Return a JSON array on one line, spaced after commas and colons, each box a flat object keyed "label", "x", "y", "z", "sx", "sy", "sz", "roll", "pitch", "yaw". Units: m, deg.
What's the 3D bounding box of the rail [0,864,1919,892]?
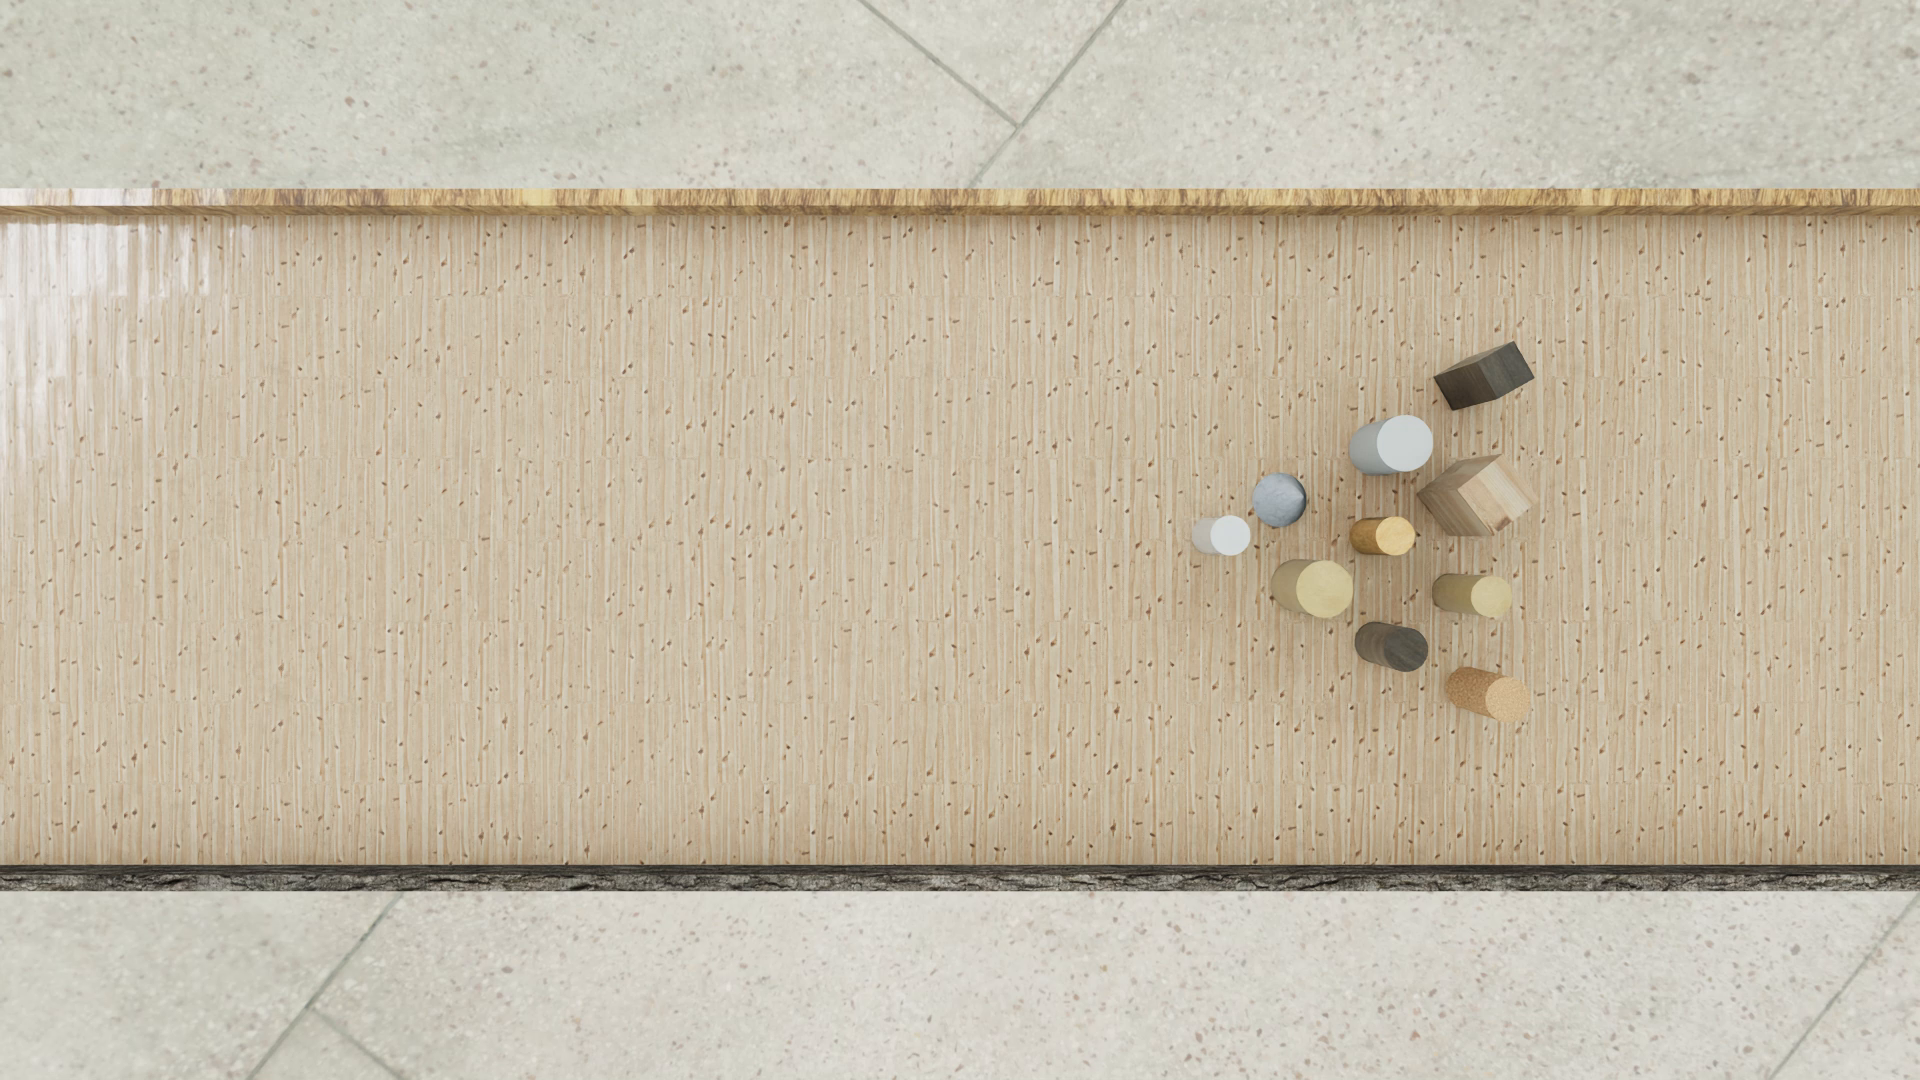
[{"label": "rail", "x": -2.247, "y": 1.025, "z": 5.001, "sx": 12.000, "sy": 0.150, "sz": 0.050, "roll": 0, "pitch": 90, "yaw": 0}]

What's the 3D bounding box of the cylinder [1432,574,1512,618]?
[{"label": "cylinder", "x": 1.510, "y": 0.161, "z": 4.881, "sx": 0.118, "sy": 0.391, "sz": 0.118, "roll": 0, "pitch": 90, "yaw": 0}]

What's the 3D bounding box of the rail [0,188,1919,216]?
[{"label": "rail", "x": -2.247, "y": -1.025, "z": 5.002, "sx": 12.000, "sy": 0.150, "sz": 0.050, "roll": 0, "pitch": 90, "yaw": 0}]

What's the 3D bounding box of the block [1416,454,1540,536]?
[{"label": "block", "x": 1.519, "y": -0.128, "z": 4.865, "sx": 0.166, "sy": 0.424, "sz": 0.166, "roll": -38, "pitch": 90, "yaw": 0}]

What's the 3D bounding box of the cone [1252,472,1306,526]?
[{"label": "cone", "x": 0.984, "y": -0.124, "z": 4.900, "sx": 0.167, "sy": 0.353, "sz": 0.167, "roll": 0, "pitch": 90, "yaw": 0}]

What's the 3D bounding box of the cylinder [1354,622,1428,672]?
[{"label": "cylinder", "x": 1.278, "y": 0.315, "z": 4.902, "sx": 0.128, "sy": 0.350, "sz": 0.128, "roll": 0, "pitch": 90, "yaw": 0}]

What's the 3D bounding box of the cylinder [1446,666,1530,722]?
[{"label": "cylinder", "x": 1.560, "y": 0.455, "z": 4.886, "sx": 0.130, "sy": 0.381, "sz": 0.130, "roll": 0, "pitch": 90, "yaw": 0}]

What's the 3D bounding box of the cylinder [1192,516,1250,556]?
[{"label": "cylinder", "x": 0.770, "y": -0.013, "z": 4.886, "sx": 0.114, "sy": 0.381, "sz": 0.114, "roll": 0, "pitch": 90, "yaw": 0}]

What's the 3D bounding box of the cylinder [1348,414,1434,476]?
[{"label": "cylinder", "x": 1.278, "y": -0.278, "z": 4.906, "sx": 0.162, "sy": 0.341, "sz": 0.162, "roll": 0, "pitch": 90, "yaw": 0}]

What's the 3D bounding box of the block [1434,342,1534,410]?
[{"label": "block", "x": 1.539, "y": -0.480, "z": 4.863, "sx": 0.121, "sy": 0.428, "sz": 0.121, "roll": -29, "pitch": 90, "yaw": 0}]

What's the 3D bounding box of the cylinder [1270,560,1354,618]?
[{"label": "cylinder", "x": 1.038, "y": 0.140, "z": 4.884, "sx": 0.163, "sy": 0.385, "sz": 0.163, "roll": 0, "pitch": 90, "yaw": 0}]

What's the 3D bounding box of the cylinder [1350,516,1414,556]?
[{"label": "cylinder", "x": 1.255, "y": -0.012, "z": 4.915, "sx": 0.113, "sy": 0.322, "sz": 0.113, "roll": 0, "pitch": 90, "yaw": 0}]
